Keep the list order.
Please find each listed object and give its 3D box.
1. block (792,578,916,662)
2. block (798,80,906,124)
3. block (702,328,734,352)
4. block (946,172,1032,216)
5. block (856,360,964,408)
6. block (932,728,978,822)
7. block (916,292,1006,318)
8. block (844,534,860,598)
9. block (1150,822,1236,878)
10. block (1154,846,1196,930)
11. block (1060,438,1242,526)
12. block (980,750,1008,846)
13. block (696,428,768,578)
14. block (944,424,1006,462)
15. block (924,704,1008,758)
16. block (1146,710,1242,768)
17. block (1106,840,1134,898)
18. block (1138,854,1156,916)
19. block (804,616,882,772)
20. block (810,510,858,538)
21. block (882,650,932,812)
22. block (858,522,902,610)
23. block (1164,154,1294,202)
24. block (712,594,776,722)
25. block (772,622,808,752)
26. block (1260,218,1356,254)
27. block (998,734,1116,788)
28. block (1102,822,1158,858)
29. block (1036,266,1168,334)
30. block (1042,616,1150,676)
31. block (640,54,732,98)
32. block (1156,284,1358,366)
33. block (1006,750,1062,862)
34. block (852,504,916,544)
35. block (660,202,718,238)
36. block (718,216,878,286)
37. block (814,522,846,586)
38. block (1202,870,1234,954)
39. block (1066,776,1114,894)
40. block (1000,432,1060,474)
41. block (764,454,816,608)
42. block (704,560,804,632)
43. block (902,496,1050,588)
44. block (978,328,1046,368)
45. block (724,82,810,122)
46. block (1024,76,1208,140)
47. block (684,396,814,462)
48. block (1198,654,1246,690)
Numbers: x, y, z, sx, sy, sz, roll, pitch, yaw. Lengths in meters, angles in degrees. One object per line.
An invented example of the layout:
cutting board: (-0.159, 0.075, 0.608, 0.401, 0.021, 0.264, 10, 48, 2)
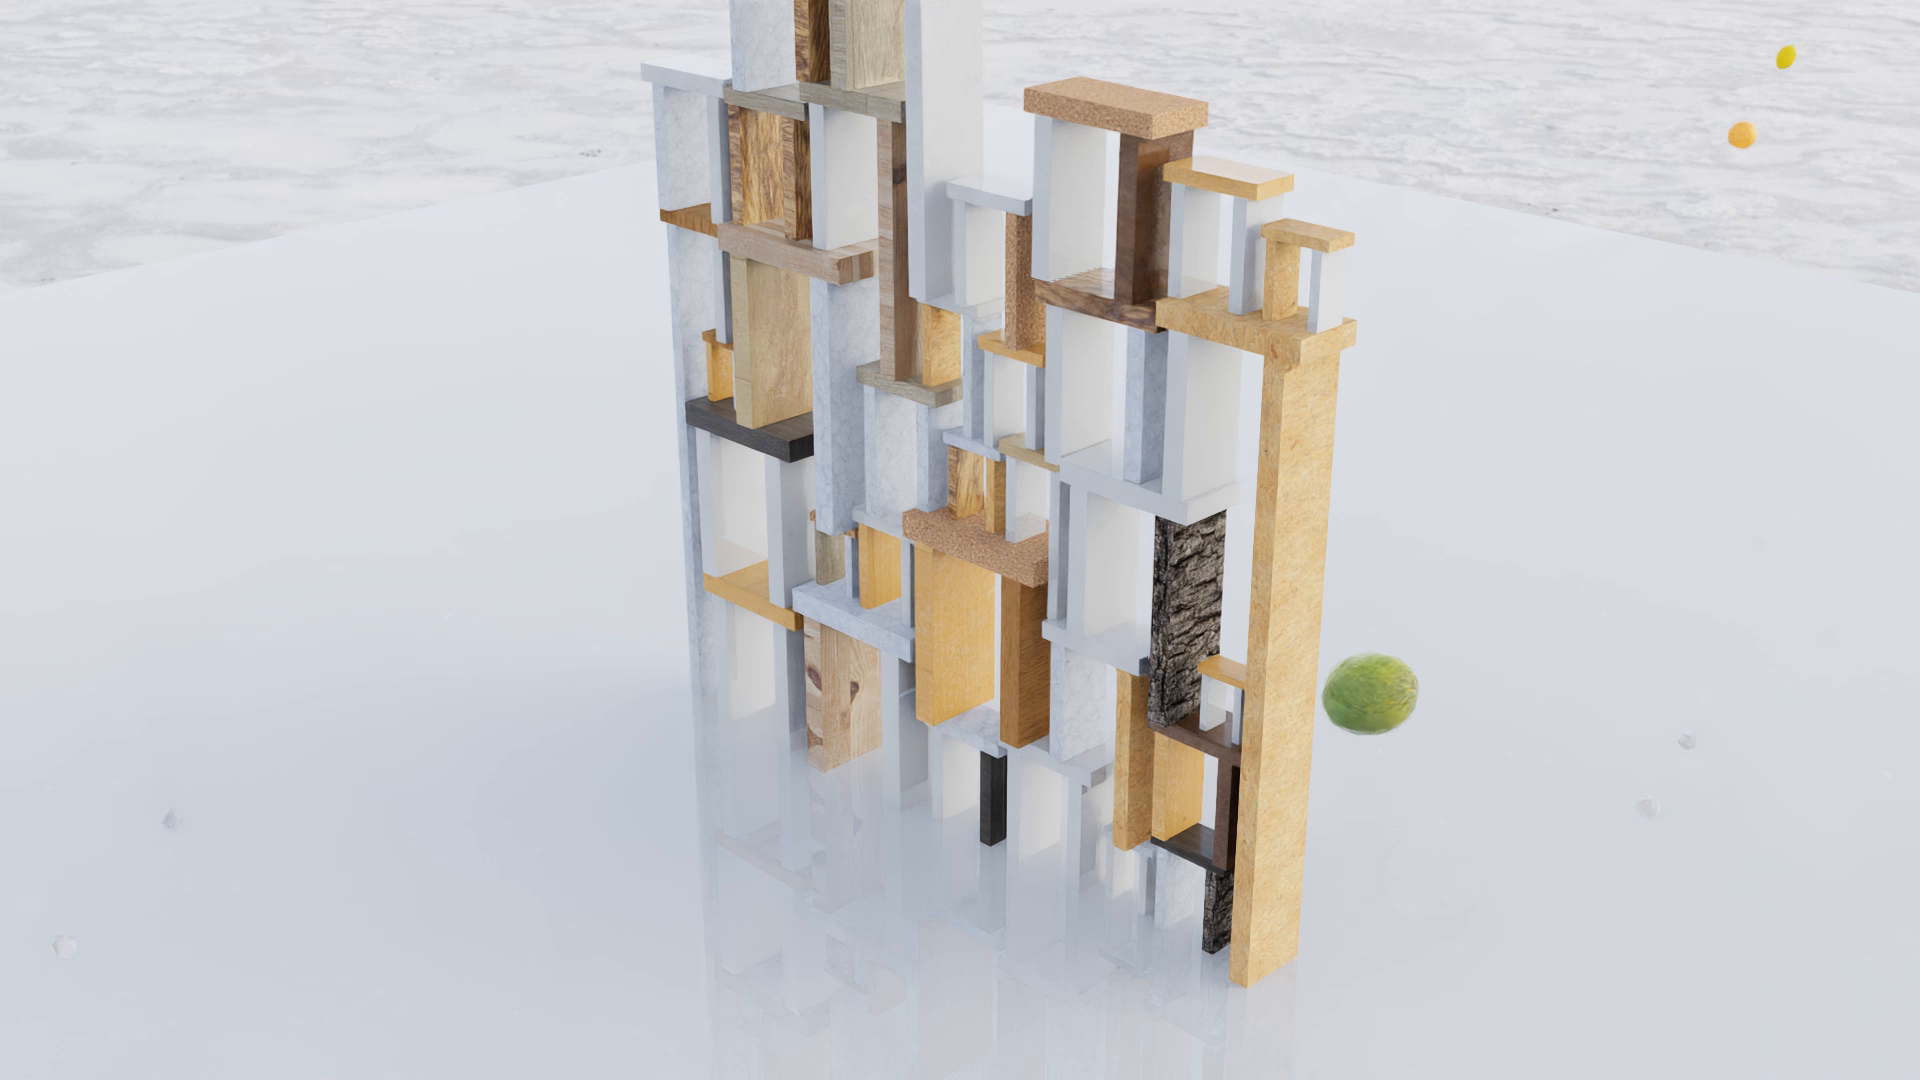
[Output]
block: (-0.159, 0.146, 4.462, 0.348, 0.049, 0.174, 21, 31, 41)
block: (-0.153, -0.818, 4.049, 0.138, 0.039, 0.275, -21, 31, -40)
block: (-0.469, -0.415, 4.552, 0.064, 0.018, 0.128, -21, 30, -40)
block: (0.078, -0.609, 3.873, 0.097, 0.027, 0.194, -21, 31, -40)
block: (-0.084, -0.304, 4.188, 0.217, 0.031, 0.108, 21, 31, 41)
block: (-0.010, 0.455, 4.427, 0.029, 0.204, 0.102, 21, 31, 41)
block: (0.003, -0.442, 4.039, 0.079, 0.022, 0.158, -22, 31, -40)
block: (-0.201, 0.045, 4.462, 0.019, 0.137, 0.068, 21, 31, 40)
block: (0.438, 0.554, 3.989, 0.085, 0.024, 0.170, -21, 31, -41)
block: (0.399, 0.628, 4.063, 0.024, 0.170, 0.085, 21, 31, 41)
block: (0.328, -0.103, 3.822, 0.289, 0.041, 0.144, 22, 31, 40)
block: (0.086, 0.493, 4.338, 0.029, 0.204, 0.102, 21, 31, 41)
block: (-0.478, -0.101, 4.707, 0.047, 0.332, 0.166, 21, 31, 41)
block: (0.047, -0.183, 4.093, 0.148, 0.021, 0.074, 21, 31, 41)
block: (0.037, 0.366, 4.337, 0.102, 0.029, 0.204, -21, 31, -41)
block: (0.446, 0.336, 3.887, 0.213, 0.030, 0.107, 21, 31, 40)
block: (0.303, 0.611, 4.162, 0.062, 0.123, 0.017, -21, 31, -41)
block: (0.361, 0.634, 4.108, 0.017, 0.123, 0.062, 21, 31, 41)
block: (-0.241, 0.297, 4.615, 0.049, 0.348, 0.174, 21, 31, 41)
block: (-0.234, -0.040, 4.461, 0.068, 0.019, 0.137, -21, 31, -40)
block: (-0.077, 0.361, 4.464, 0.049, 0.348, 0.174, 21, 31, 41)
block: (-0.160, 0.040, 4.415, 0.026, 0.183, 0.091, 21, 31, 41)
block: (0.429, -0.581, 3.519, 0.095, 0.027, 0.190, -22, 31, -40)
block: (-0.465, 0.237, 4.823, 0.042, 0.296, 0.148, 21, 31, 41)
block: (-0.325, 0.292, 4.694, 0.042, 0.296, 0.148, 21, 31, 41)
block: (0.542, -0.476, 3.431, 0.066, 0.019, 0.132, -21, 31, -40)
block: (0.200, 0.395, 4.180, 0.118, 0.034, 0.237, -21, 31, -41)
block: (0.333, 0.555, 4.109, 0.062, 0.017, 0.123, -22, 30, -40)
block: (0.275, -0.414, 3.753, 0.274, 0.039, 0.137, 21, 31, 40)
block: (0.276, 0.179, 3.992, 0.119, 0.034, 0.238, -21, 29, -40)
block: (-0.506, -0.926, 4.385, 0.256, 0.036, 0.128, 21, 30, 40)
block: (0.476, -0.351, 3.552, 0.147, 0.042, 0.293, -21, 31, -41)
block: (0.145, 0.498, 4.284, 0.118, 0.237, 0.034, -21, 31, -41)
block: (-0.117, -0.039, 4.334, 0.091, 0.026, 0.183, -21, 31, -41)
block: (-0.502, -0.658, 4.497, 0.110, 0.031, 0.220, -21, 31, -40)
block: (-0.289, -0.576, 4.298, 0.180, 0.051, 0.359, -21, 31, -40)
block: (-0.265, 0.019, 4.522, 0.019, 0.137, 0.068, 21, 31, 41)
block: (0.479, 0.659, 3.990, 0.024, 0.170, 0.085, 21, 31, 41)
block: (0.256, 0.542, 4.181, 0.118, 0.237, 0.034, -21, 31, -41)
block: (0.160, -0.159, 3.976, 0.085, 0.024, 0.169, -21, 31, -40)
block: (-0.322, -0.039, 4.563, 0.166, 0.332, 0.047, -21, 31, -41)
block: (-0.395, 0.109, 4.693, 0.296, 0.042, 0.148, 21, 31, 41)
block: (0.072, -0.006, 4.143, 0.343, 0.049, 0.171, 21, 31, 40)
block: (0.117, -0.347, 3.950, 0.080, 0.023, 0.160, -21, 31, -40)
block: (-0.333, -0.848, 4.225, 0.118, 0.034, 0.237, -21, 31, -41)
block: (0.256, -0.717, 3.641, 0.282, 0.040, 0.141, 22, 31, 40)
block: (-0.400, -0.244, 4.561, 0.332, 0.047, 0.166, 21, 31, 41)
block: (0.470, 0.229, 3.804, 0.108, 0.015, 0.054, 21, 31, 40)
